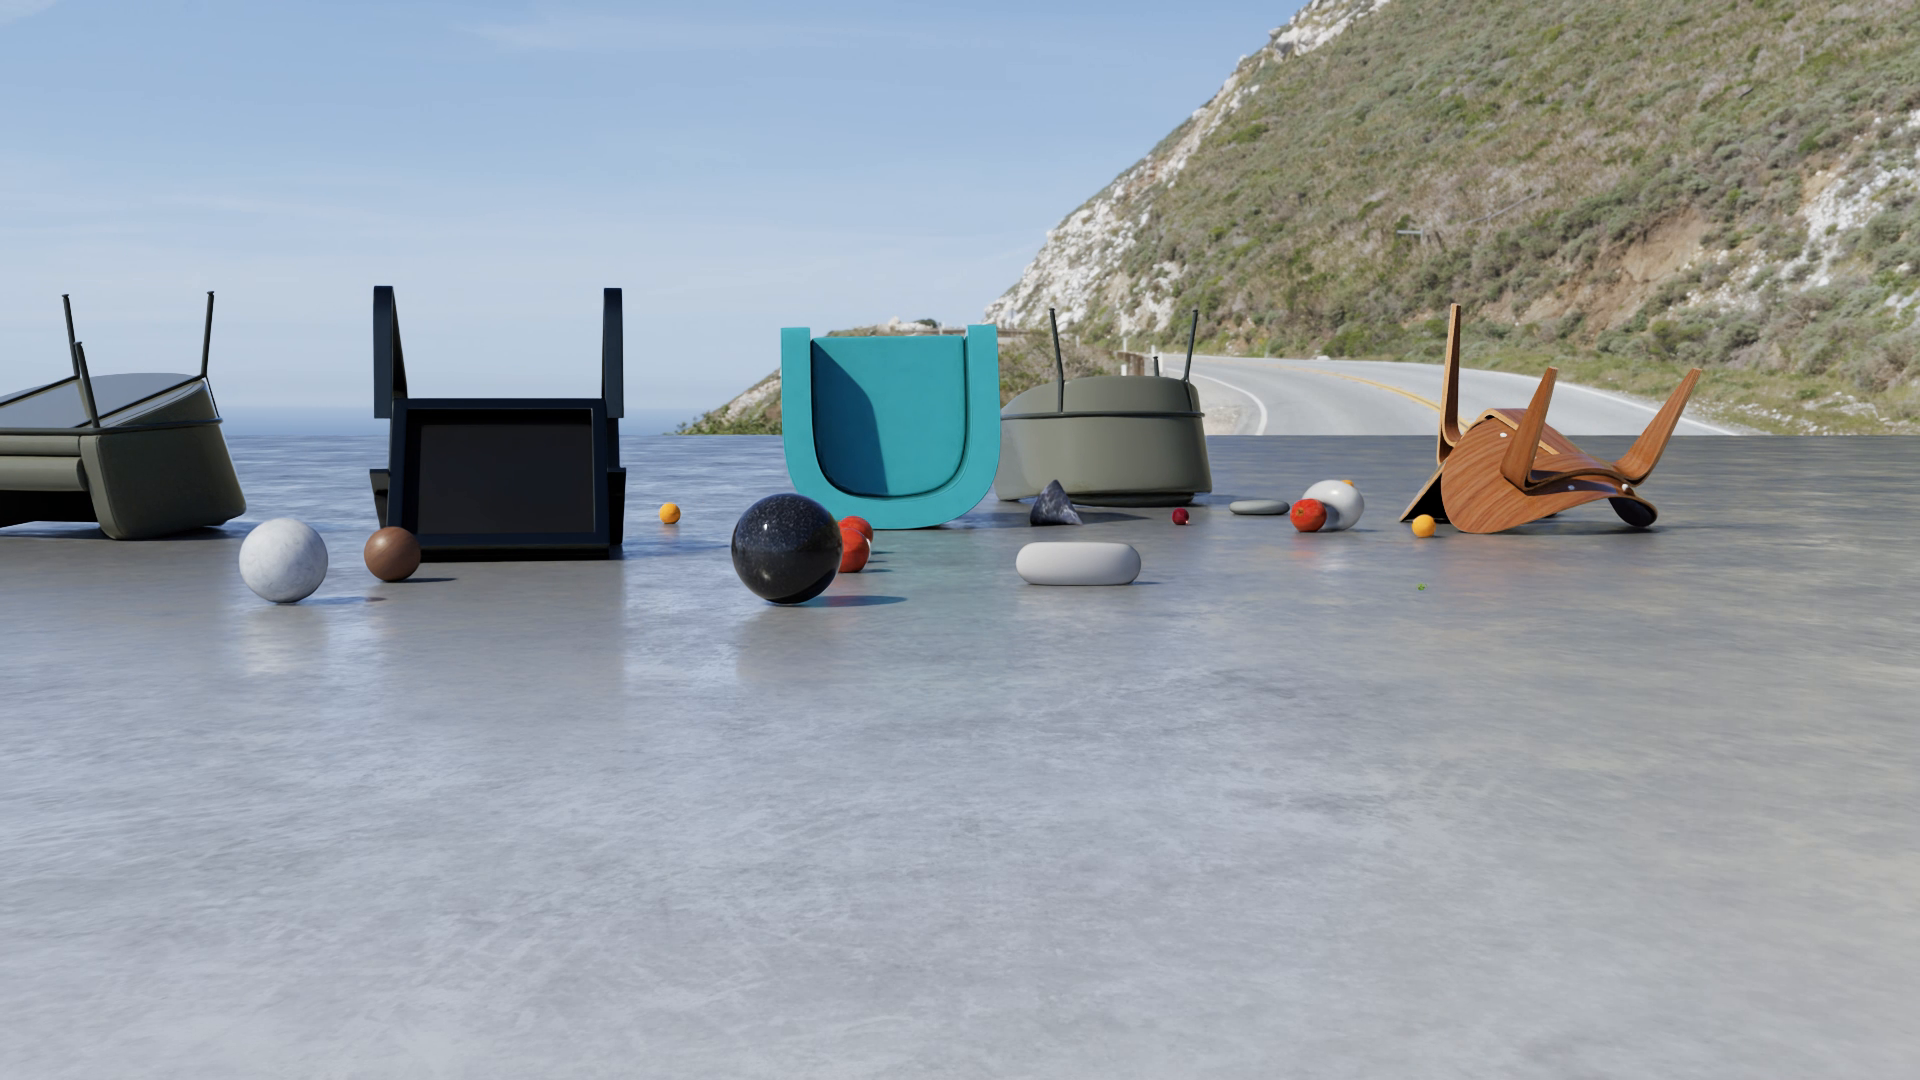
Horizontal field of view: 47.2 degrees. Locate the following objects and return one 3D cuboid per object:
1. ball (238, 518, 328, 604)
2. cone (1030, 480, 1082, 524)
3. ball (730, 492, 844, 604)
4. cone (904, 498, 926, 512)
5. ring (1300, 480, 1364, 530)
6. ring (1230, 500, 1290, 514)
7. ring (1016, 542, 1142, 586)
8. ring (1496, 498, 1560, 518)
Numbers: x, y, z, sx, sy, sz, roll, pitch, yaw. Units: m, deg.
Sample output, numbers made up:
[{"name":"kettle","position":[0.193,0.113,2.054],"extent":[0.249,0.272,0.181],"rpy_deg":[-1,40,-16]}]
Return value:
[{"name":"ball","position":[-1.417,0.044,4.607],"extent":[0.179,0.179,0.179],"rpy_deg":[0,4,0]},{"name":"cone","position":[0.344,-0.088,7.288],"extent":[0.154,0.168,0.197],"rpy_deg":[31,4,16]},{"name":"ball","position":[-0.360,0.017,4.583],"extent":[0.234,0.234,0.234],"rpy_deg":[0,4,0]},{"name":"cone","position":[-0.174,-0.113,8.021],"extent":[0.085,0.049,0.086],"rpy_deg":[3,20,14]},{"name":"ring","position":[1.180,-0.108,6.971],"extent":[0.093,0.175,0.255],"rpy_deg":[-49,13,-24]},{"name":"ring","position":[1.077,-0.117,7.908],"extent":[0.219,0.048,0.212],"rpy_deg":[2,4,35]},{"name":"ring","position":[0.272,0.054,5.055],"extent":[0.288,0.098,0.110],"rpy_deg":[1,1,1]},{"name":"ring","position":[2.007,-0.114,7.775],"extent":[0.218,0.060,0.352],"rpy_deg":[1,4,24]}]
